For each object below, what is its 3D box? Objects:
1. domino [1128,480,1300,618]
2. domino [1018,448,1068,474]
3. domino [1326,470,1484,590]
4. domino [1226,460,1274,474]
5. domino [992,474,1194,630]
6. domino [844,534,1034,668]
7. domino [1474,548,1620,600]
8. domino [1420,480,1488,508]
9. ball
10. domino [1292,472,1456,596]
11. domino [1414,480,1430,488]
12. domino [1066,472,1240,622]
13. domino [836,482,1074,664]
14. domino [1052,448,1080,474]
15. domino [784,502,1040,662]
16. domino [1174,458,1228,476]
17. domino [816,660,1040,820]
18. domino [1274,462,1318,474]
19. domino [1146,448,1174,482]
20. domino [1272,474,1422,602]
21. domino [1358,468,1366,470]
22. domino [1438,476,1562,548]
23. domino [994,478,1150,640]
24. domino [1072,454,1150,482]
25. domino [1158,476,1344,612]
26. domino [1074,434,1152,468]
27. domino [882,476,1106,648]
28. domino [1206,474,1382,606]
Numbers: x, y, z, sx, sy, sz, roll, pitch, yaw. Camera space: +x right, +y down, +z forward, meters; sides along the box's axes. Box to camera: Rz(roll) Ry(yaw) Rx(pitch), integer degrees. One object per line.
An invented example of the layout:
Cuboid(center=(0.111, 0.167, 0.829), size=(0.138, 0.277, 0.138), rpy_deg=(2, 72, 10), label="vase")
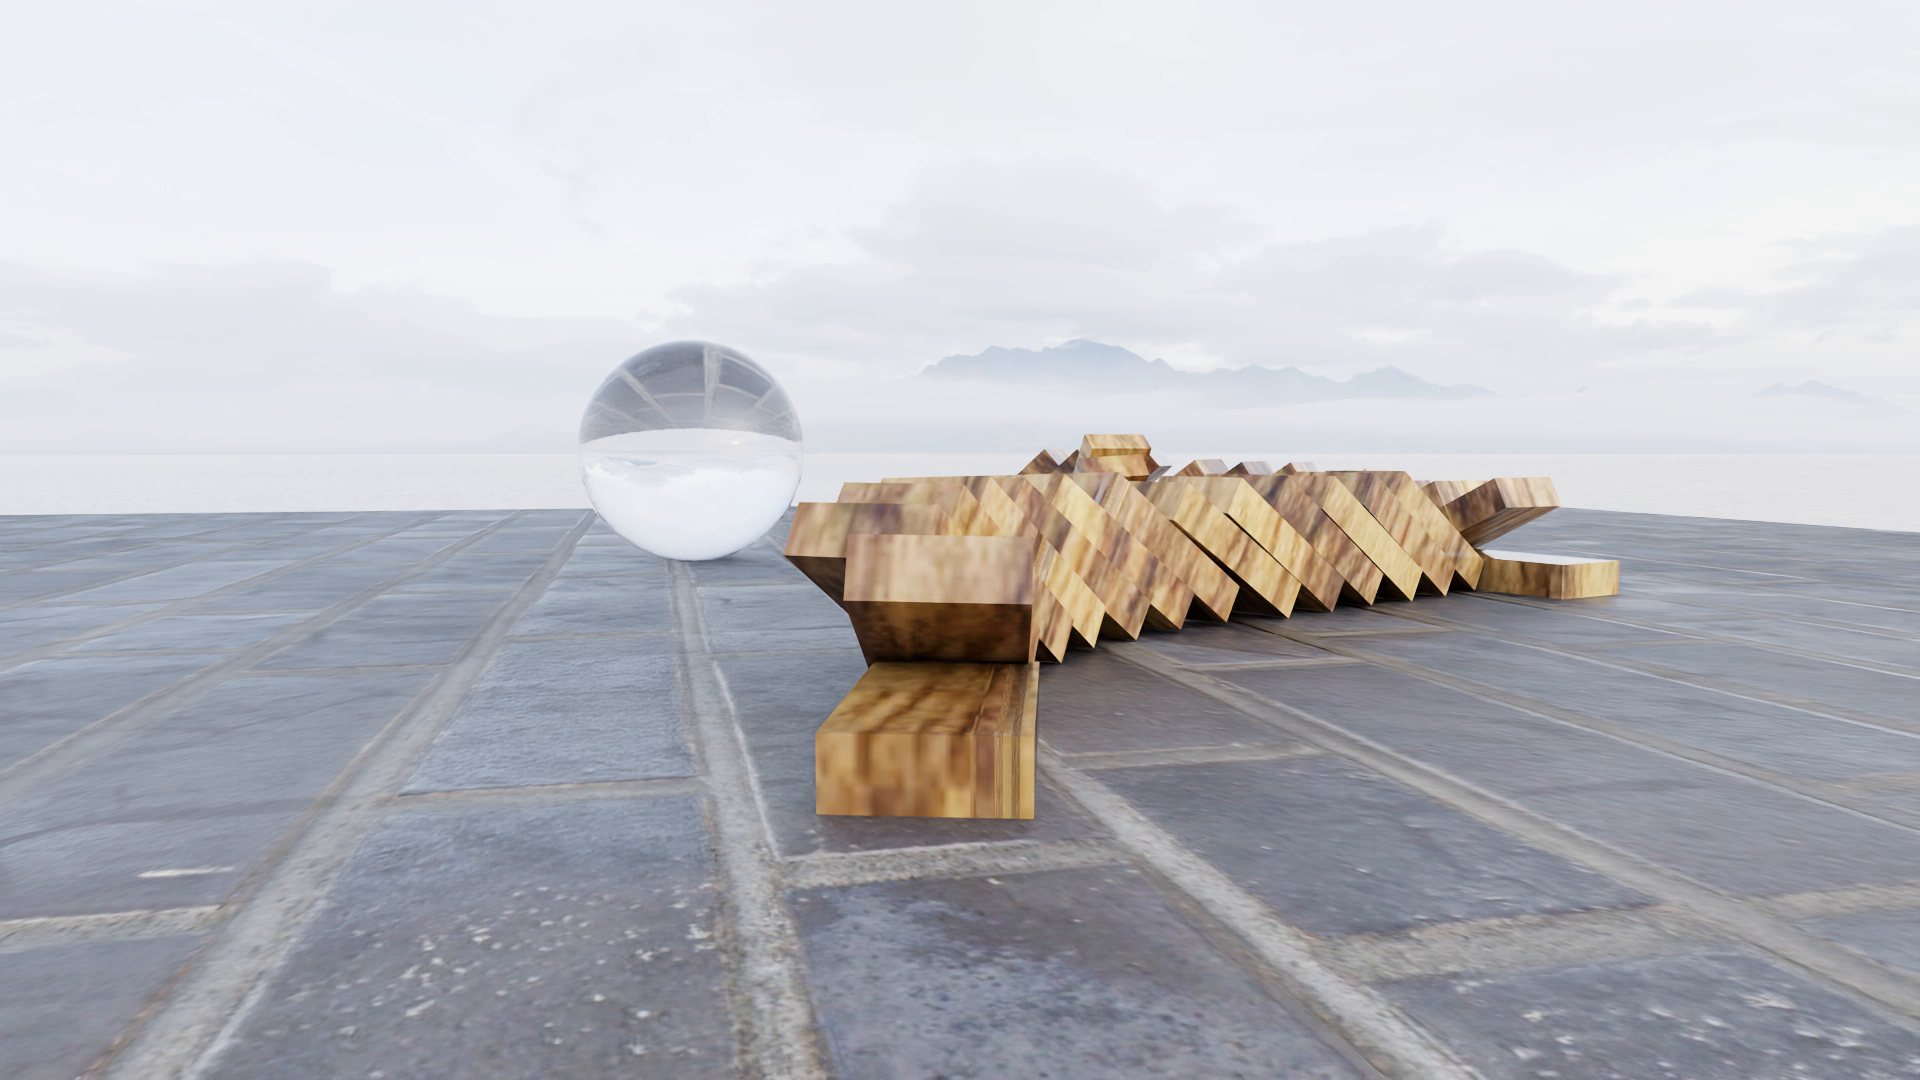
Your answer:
Cuboid(center=(0.058, 0.002, 0.309), size=(0.050, 0.010, 0.025), rpy_deg=(36, -19, -36), label="domino")
Cuboid(center=(0.026, -0.019, 0.555), size=(0.050, 0.010, 0.025), rpy_deg=(-43, -12, 19), label="domino")
Cuboid(center=(0.126, -0.003, 0.367), size=(0.050, 0.010, 0.025), rpy_deg=(37, -20, -34), label="domino")
Cuboid(center=(0.092, -0.011, 0.478), size=(0.050, 0.010, 0.025), rpy_deg=(-38, -17, 30), label="domino")
Cuboid(center=(0.027, 0.003, 0.284), size=(0.025, 0.010, 0.050), rpy_deg=(2, -29, 49), label="domino")
Cuboid(center=(-0.002, 0.013, 0.194), size=(0.025, 0.010, 0.050), rpy_deg=(1, -21, 2), label="domino")
Cuboid(center=(0.163, 0.009, 0.379), size=(0.025, 0.010, 0.050), rpy_deg=(-2, 5, -29), label="domino")
Cuboid(center=(0.146, -0.004, 0.419), size=(0.025, 0.009, 0.050), rpy_deg=(-2, -22, -31), label="domino")
Cuboid(center=(-0.096, -0.032, 0.463), size=(0.080, 0.080, 0.080), rpy_deg=(0, 4, 0), label="ball")
Cuboid(center=(0.114, -0.002, 0.355), size=(0.025, 0.010, 0.050), rpy_deg=(5, -26, 50), label="domino")
Cuboid(center=(0.136, -0.006, 0.443), size=(0.025, 0.009, 0.050), rpy_deg=(-4, -20, -44), label="domino")
Cuboid(center=(0.040, 0.002, 0.296), size=(0.025, 0.009, 0.050), rpy_deg=(2, -30, 49), label="domino")
Cuboid(center=(0.000, 0.007, 0.239), size=(0.025, 0.009, 0.050), rpy_deg=(3, -29, 32), label="domino")
Cuboid(center=(0.039, -0.019, 0.550), size=(0.050, 0.010, 0.025), rpy_deg=(-43, -12, 19), label="domino")
Cuboid(center=(-0.006, 0.009, 0.220), size=(0.025, 0.009, 0.050), rpy_deg=(2, -25, 24), label="domino")
Cuboid(center=(0.077, -0.012, 0.486), size=(0.050, 0.010, 0.025), rpy_deg=(-39, -18, 30), label="domino")
Cuboid(center=(-0.002, 0.025, 0.171), size=(0.025, 0.010, 0.050), rpy_deg=(0, 4, 4), label="domino")
Cuboid(center=(0.107, -0.011, 0.470), size=(0.050, 0.009, 0.025), rpy_deg=(-37, -16, 29), label="domino")
Cuboid(center=(0.065, -0.018, 0.539), size=(0.050, 0.010, 0.025), rpy_deg=(-43, -12, 19), label="domino")
Cuboid(center=(0.100, 0.000, 0.343), size=(0.050, 0.010, 0.025), rpy_deg=(37, -20, -36), label="domino")
Cuboid(center=(0.123, -0.009, 0.461), size=(0.050, 0.009, 0.025), rpy_deg=(-33, -14, 30), label="domino")
Cuboid(center=(0.156, -0.004, 0.397), size=(0.025, 0.009, 0.050), rpy_deg=(-2, -22, -30), label="domino")
Cuboid(center=(0.016, 0.004, 0.271), size=(0.025, 0.010, 0.050), rpy_deg=(3, -28, 44), label="domino")
Cuboid(center=(0.052, -0.014, 0.493), size=(0.025, 0.010, 0.050), rpy_deg=(-5, -31, -16), label="domino")
Cuboid(center=(0.072, 0.001, 0.321), size=(0.050, 0.010, 0.025), rpy_deg=(37, -20, -36), label="domino")
Cuboid(center=(0.057, -0.019, 0.513), size=(0.025, 0.050, 0.010), rpy_deg=(-1, 40, -18), label="domino")
Cuboid(center=(0.006, 0.005, 0.254), size=(0.025, 0.010, 0.050), rpy_deg=(1, -30, 36), label="domino")
Cuboid(center=(0.085, 0.000, 0.332), size=(0.050, 0.010, 0.025), rpy_deg=(37, -20, -36), label="domino")
